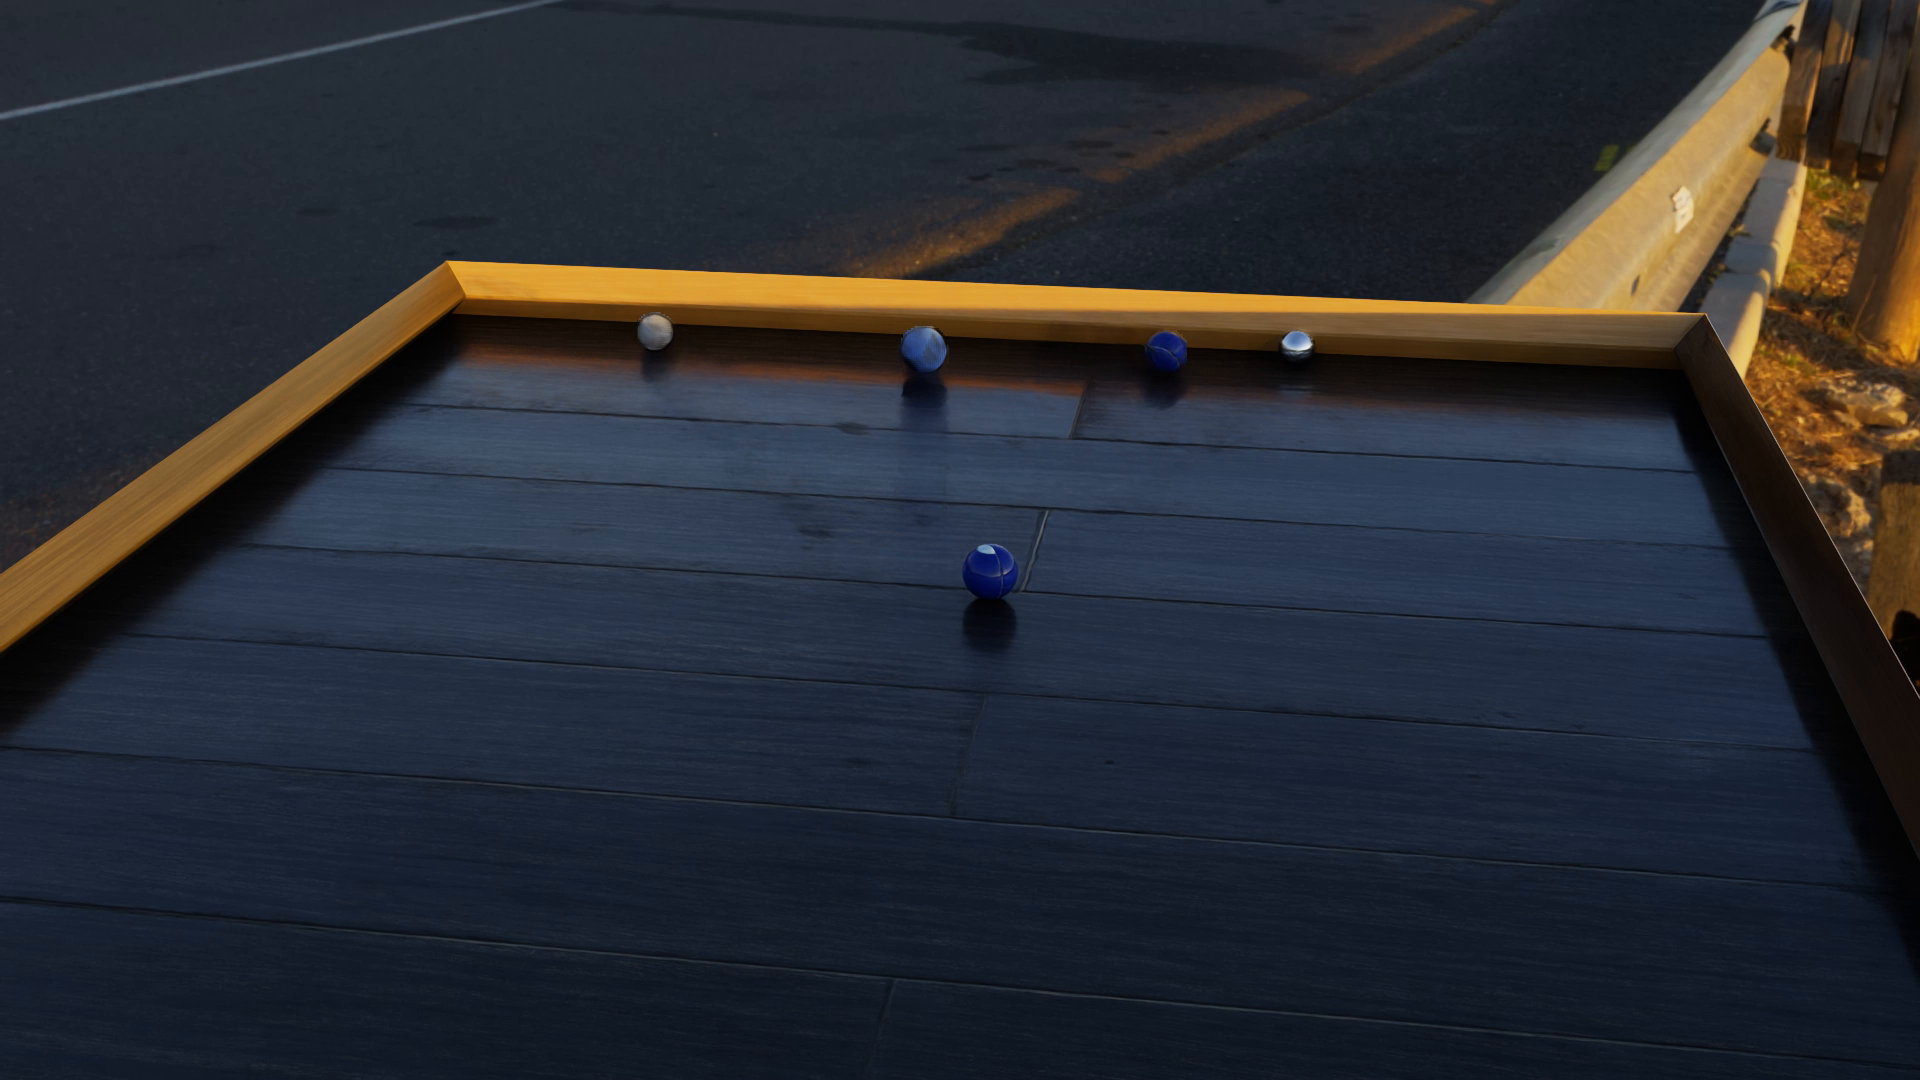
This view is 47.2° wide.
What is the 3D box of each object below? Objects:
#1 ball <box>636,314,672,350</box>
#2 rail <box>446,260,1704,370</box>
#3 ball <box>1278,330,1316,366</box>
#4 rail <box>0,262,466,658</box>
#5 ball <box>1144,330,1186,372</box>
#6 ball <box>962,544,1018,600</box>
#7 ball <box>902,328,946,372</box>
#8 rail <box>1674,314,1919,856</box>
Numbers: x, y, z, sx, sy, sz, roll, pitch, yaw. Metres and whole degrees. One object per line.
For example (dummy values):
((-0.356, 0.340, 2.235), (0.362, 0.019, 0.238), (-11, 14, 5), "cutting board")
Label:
((-0.442, -0.301, 3.187), (0.052, 0.052, 0.052), (0, 22, 0), "ball")
((0.128, -0.324, 3.202), (1.847, 0.082, 0.045), (3, 22, 8), "rail")
((0.478, -0.271, 3.115), (0.052, 0.052, 0.052), (0, 22, 0), "ball")
((-1.021, 0.256, 1.785), (0.045, 0.082, 3.425), (3, 22, 8), "rail")
((0.289, -0.265, 3.091), (0.058, 0.058, 0.058), (0, 22, 0), "ball")
((0.032, 0.034, 2.357), (0.061, 0.061, 0.061), (0, 22, 0), "ball")
((-0.050, -0.267, 3.089), (0.063, 0.063, 0.063), (0, 22, 0), "ball")
((0.758, 0.361, 1.529), (0.045, 0.082, 3.425), (3, 22, 8), "rail")
